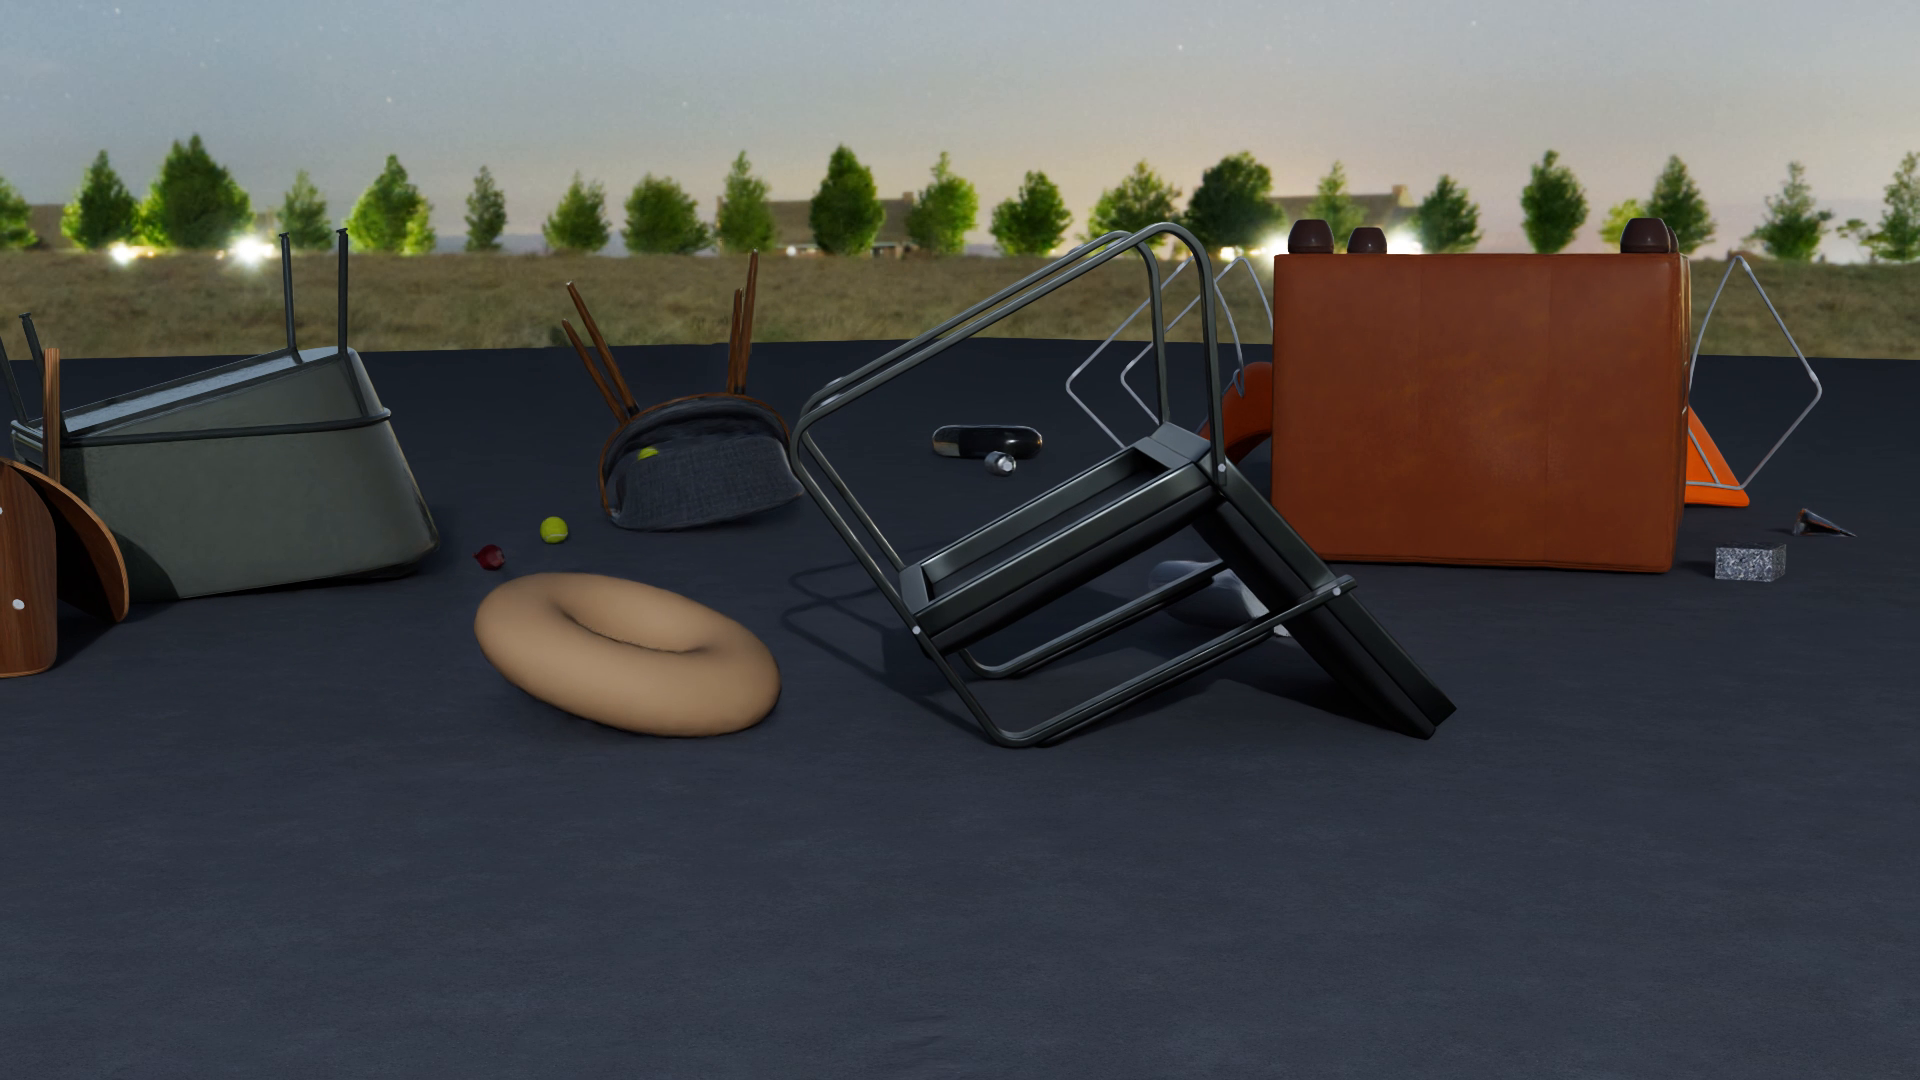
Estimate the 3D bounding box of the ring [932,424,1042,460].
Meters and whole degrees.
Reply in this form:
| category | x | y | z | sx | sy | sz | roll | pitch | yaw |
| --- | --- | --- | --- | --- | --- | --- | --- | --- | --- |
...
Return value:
| category | x | y | z | sx | sy | sz | roll | pitch | yaw |
| --- | --- | --- | --- | --- | --- | --- | --- | --- | --- |
| ring | 0.097 | -0.356 | 9.305 | 0.448 | 0.116 | 0.279 | 3 | 5 | 34 |

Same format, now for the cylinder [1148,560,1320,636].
| category | x | y | z | sx | sy | sz | roll | pitch | yaw |
| --- | --- | --- | --- | --- | --- | --- | --- | --- | --- |
| cylinder | 0.506 | 0.107 | 4.738 | 0.220 | 0.112 | 0.239 | 6 | -11 | 45 |

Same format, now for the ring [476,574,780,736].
| category | x | y | z | sx | sy | sz | roll | pitch | yaw |
| --- | --- | --- | --- | --- | --- | --- | --- | --- | --- |
| ring | -0.488 | 0.166 | 3.783 | 0.465 | 0.119 | 0.403 | 18 | 16 | 7 |

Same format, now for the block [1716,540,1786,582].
| category | x | y | z | sx | sy | sz | roll | pitch | yaw |
| --- | --- | --- | --- | --- | --- | --- | --- | --- | --- |
| block | 1.737 | 0.046 | 5.635 | 0.119 | 0.069 | 0.160 | 3 | 7 | 28 |

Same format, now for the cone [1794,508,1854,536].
| category | x | y | z | sx | sy | sz | roll | pitch | yaw |
| --- | --- | --- | --- | --- | --- | --- | --- | --- | --- |
| cone | 2.204 | -0.029 | 6.514 | 0.147 | 0.071 | 0.156 | 16 | 2 | 13 |
